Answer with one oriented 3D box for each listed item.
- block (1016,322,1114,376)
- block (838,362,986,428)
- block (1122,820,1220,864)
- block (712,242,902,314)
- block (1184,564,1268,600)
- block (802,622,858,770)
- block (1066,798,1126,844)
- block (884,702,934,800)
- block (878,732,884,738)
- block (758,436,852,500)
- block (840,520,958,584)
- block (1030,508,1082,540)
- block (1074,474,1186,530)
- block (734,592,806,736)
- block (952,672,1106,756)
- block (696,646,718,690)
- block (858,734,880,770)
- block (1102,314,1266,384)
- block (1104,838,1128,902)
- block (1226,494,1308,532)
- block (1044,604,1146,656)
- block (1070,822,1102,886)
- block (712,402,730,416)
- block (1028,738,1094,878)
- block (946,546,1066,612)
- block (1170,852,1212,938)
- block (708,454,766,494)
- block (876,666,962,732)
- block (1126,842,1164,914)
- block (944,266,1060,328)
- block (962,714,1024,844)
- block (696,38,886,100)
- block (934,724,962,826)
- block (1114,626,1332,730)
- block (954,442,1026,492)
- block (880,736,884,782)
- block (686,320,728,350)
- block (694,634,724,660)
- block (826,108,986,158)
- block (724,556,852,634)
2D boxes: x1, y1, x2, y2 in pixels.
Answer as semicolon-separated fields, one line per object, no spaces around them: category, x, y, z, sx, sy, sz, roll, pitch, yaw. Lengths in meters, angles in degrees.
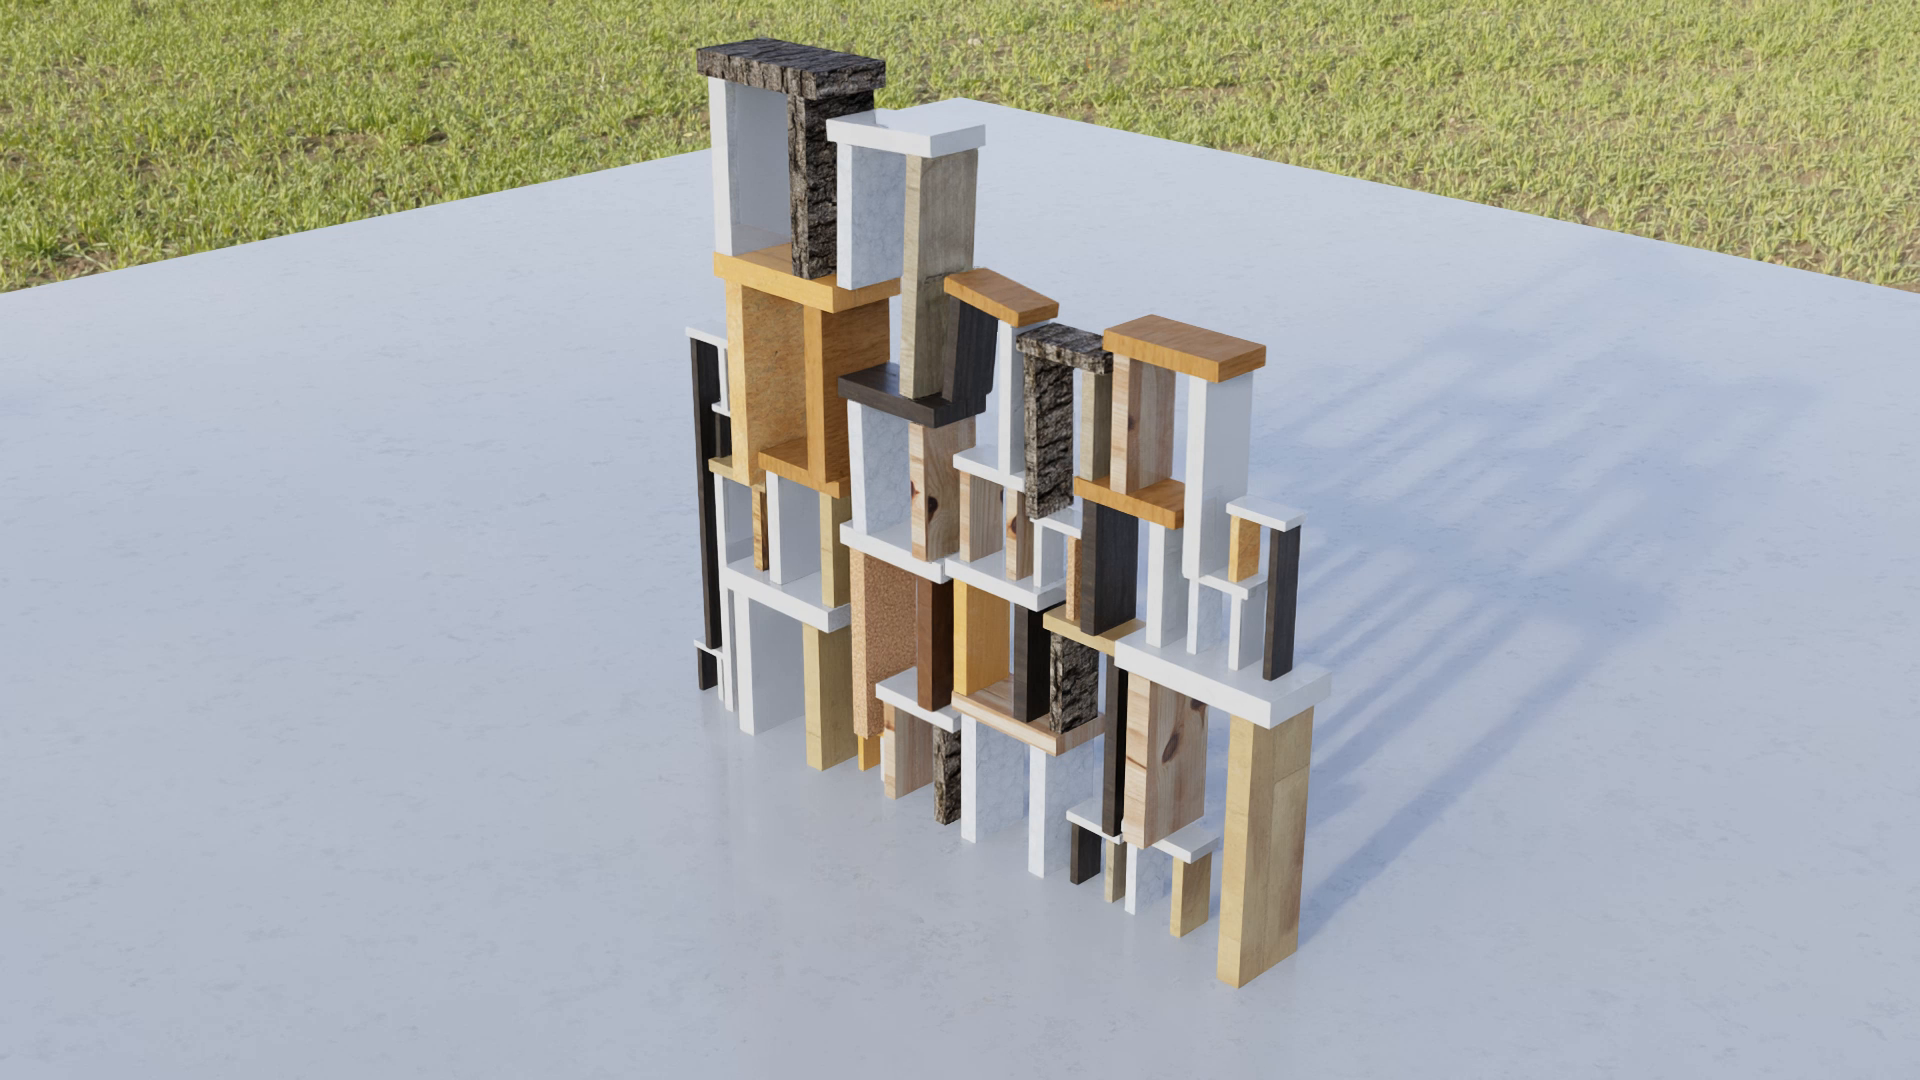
block;0.206;-0.335;3.847;0.200;0.028;0.100;20;31;39
block;-0.092;-0.278;4.191;0.135;0.038;0.271;-21;30;-39
block;0.386;0.539;4.039;0.165;0.023;0.082;21;31;41
block;-0.304;-0.528;4.336;0.179;0.051;0.357;-21;31;-40
block;0.457;0.063;3.752;0.138;0.020;0.069;21;31;41
block;-0.248;0.304;4.620;0.047;0.331;0.166;21;31;41
block;0.272;0.530;4.148;0.066;0.019;0.132;-21;31;-40
block;-0.104;0.413;4.507;0.109;0.219;0.031;-21;32;-40
block;-0.165;0.384;4.573;0.051;0.015;0.103;-22;31;-40
block;-0.283;-0.148;4.466;0.123;0.035;0.247;-21;31;-41
block;-0.087;0.006;4.321;0.143;0.041;0.286;-22;31;-40
block;0.194;-0.035;3.993;0.126;0.018;0.063;21;31;40
block;0.323;-0.080;3.836;0.230;0.033;0.115;21;31;40
block;-0.404;0.243;4.764;0.047;0.331;0.166;21;31;41
block;0.130;0.330;4.229;0.275;0.039;0.138;21;31;41
block;-0.566;0.282;4.961;0.015;0.105;0.053;21;31;41
block;-0.189;0.429;4.618;0.015;0.103;0.051;21;31;41
block;0.374;-0.322;3.682;0.125;0.035;0.249;-21;31;-40
block;0.304;0.612;4.149;0.019;0.132;0.066;21;31;41
block;0.509;-0.046;3.654;0.121;0.017;0.060;21;31;40
block;0.262;0.162;4.012;0.103;0.029;0.205;-21;31;-40
block;0.241;0.588;4.206;0.066;0.132;0.019;-21;31;-41
block;-0.469;-0.273;4.622;0.051;0.014;0.102;-21;31;-41
block;0.195;0.500;4.230;0.039;0.275;0.138;21;31;41
block;0.099;0.067;4.142;0.239;0.034;0.120;21;31;41
block;0.424;0.641;4.040;0.023;0.165;0.082;21;31;41
block;-0.436;-0.147;4.638;0.183;0.026;0.091;21;31;40
block;-0.054;0.319;4.408;0.219;0.031;0.109;21;31;40
block;0.347;0.610;4.111;0.023;0.165;0.082;21;31;41
block;0.074;-0.438;3.959;0.099;0.028;0.198;-19;36;-38
block;0.065;0.449;4.350;0.039;0.275;0.138;21;31;41
block;-0.325;-0.902;4.199;0.174;0.049;0.348;-21;31;-41
block;-0.002;0.453;4.412;0.031;0.219;0.109;21;31;40
block;0.454;0.222;3.818;0.171;0.048;0.342;-22;31;-40
block;0.084;-0.135;4.076;0.182;0.026;0.091;21;31;40
block;-0.141;0.448;4.574;0.051;0.103;0.015;-21;31;-41
block;-0.502;-0.430;4.591;0.070;0.020;0.139;-21;30;-40
block;-0.541;0.237;4.914;0.105;0.015;0.053;21;31;41
block;-0.100;-0.744;4.012;0.138;0.039;0.275;-21;28;-40
block;-0.326;0.099;4.618;0.331;0.047;0.166;21;31;41
